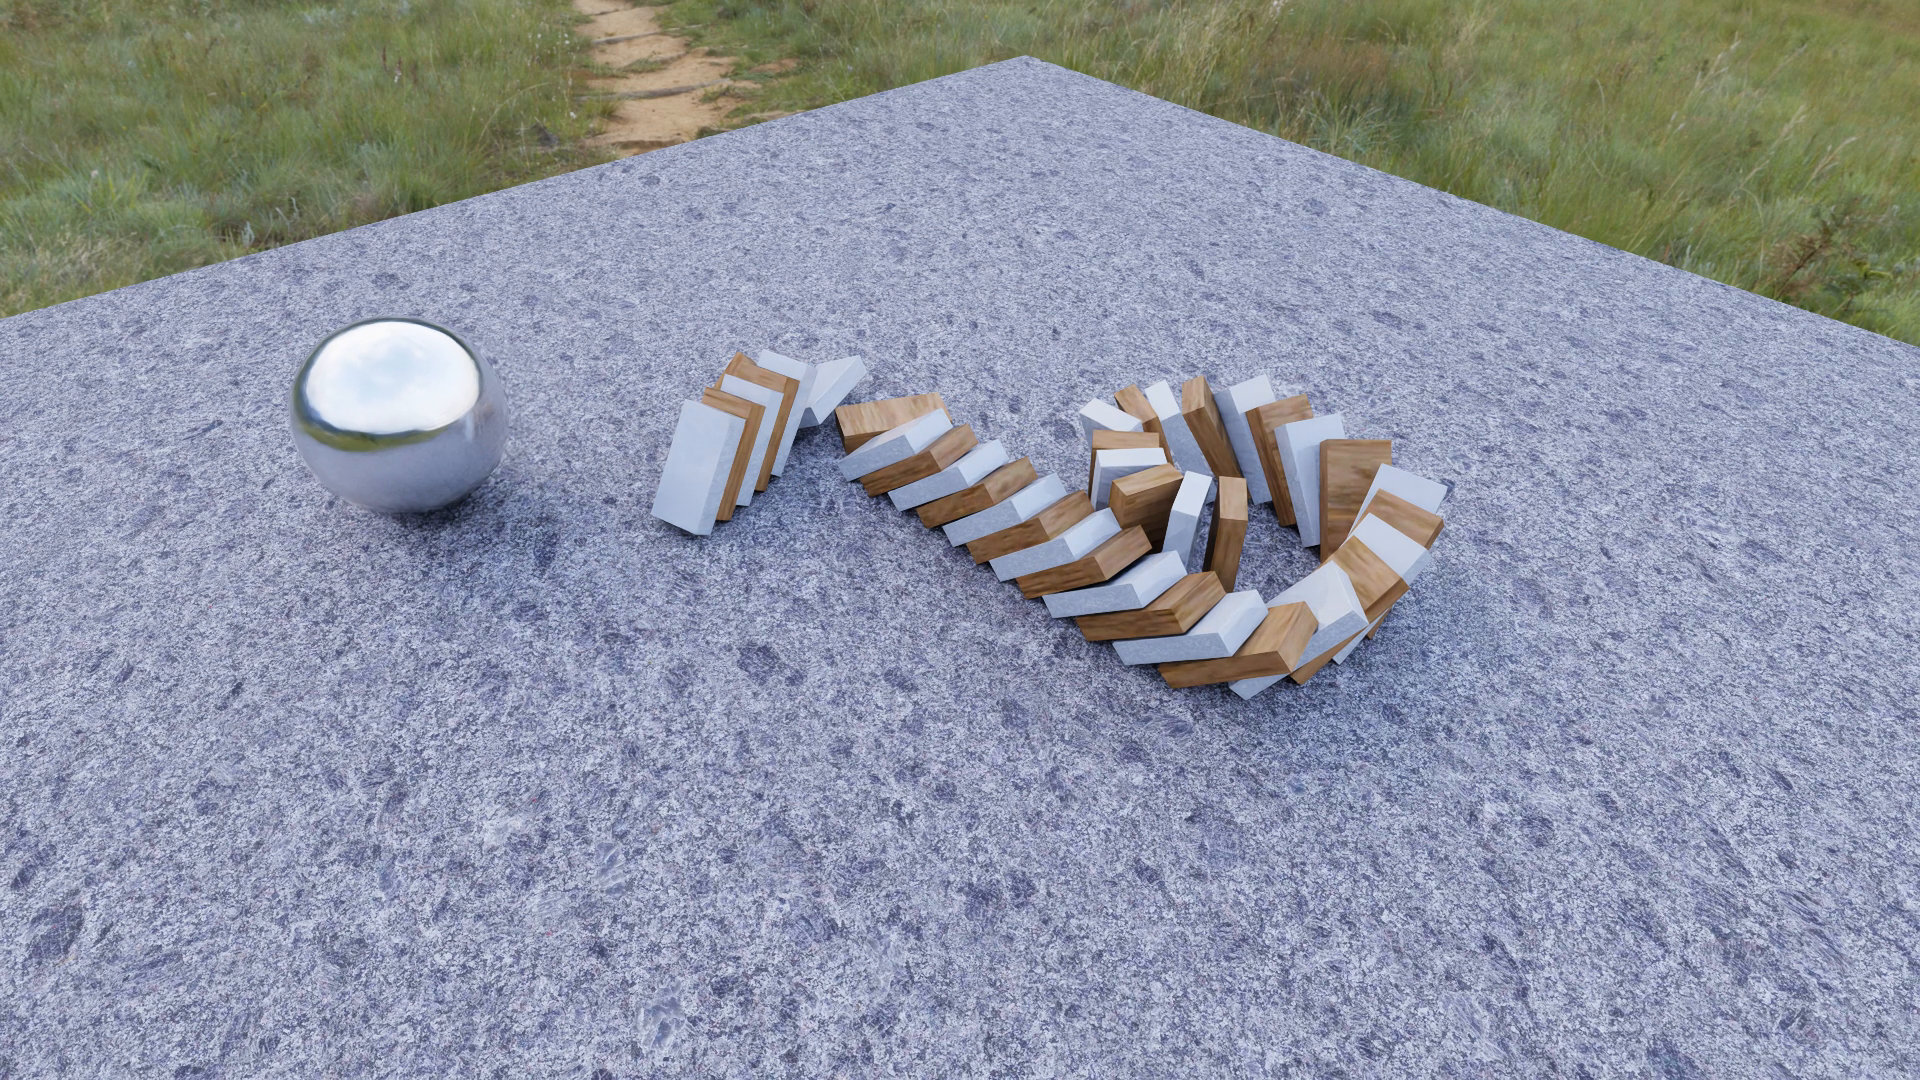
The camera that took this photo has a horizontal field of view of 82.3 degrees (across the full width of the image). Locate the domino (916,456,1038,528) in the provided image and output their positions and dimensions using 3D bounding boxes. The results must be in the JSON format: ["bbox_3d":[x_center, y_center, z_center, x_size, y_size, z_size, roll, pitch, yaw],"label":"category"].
[{"bbox_3d":[0.006,-0.019,0.442,0.025,0.009,0.050,-33,9,-34],"label":"domino"}]

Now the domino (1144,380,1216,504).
[{"bbox_3d":[0.094,-0.040,0.462,0.010,0.050,0.025,-25,38,13],"label":"domino"}]

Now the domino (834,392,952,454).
[{"bbox_3d":[-0.031,-0.055,0.510,0.050,0.009,0.025,-10,40,-12],"label":"domino"}]

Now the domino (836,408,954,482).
[{"bbox_3d":[-0.028,-0.040,0.470,0.050,0.009,0.025,-16,19,49],"label":"domino"}]

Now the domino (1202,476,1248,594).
[{"bbox_3d":[0.097,0.004,0.406,0.009,0.050,0.025,6,40,7],"label":"domino"}]

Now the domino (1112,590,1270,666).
[{"bbox_3d":[0.079,0.031,0.382,0.025,0.009,0.050,-39,14,-34],"label":"domino"}]

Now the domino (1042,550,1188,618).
[{"bbox_3d":[0.055,0.017,0.400,0.025,0.009,0.050,-32,10,-33],"label":"domino"}]

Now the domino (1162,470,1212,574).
[{"bbox_3d":[0.082,0.002,0.408,0.009,0.050,0.025,16,42,15],"label":"domino"}]

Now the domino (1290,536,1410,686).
[{"bbox_3d":[0.130,0.025,0.389,0.050,0.010,0.025,-45,44,11],"label":"domino"}]

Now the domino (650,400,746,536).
[{"bbox_3d":[-0.108,-0.030,0.451,0.025,0.050,0.009,22,7,24],"label":"domino"}]

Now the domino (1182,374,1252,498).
[{"bbox_3d":[0.109,-0.042,0.464,0.010,0.050,0.025,-21,32,25],"label":"domino"}]

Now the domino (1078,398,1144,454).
[{"bbox_3d":[0.066,-0.033,0.451,0.009,0.050,0.025,-43,50,-16],"label":"domino"}]

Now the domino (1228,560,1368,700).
[{"bbox_3d":[0.113,0.031,0.379,0.010,0.050,0.025,36,30,-26],"label":"domino"}]

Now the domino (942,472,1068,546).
[{"bbox_3d":[0.017,-0.011,0.433,0.025,0.010,0.050,-32,6,-33],"label":"domino"}]

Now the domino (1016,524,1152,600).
[{"bbox_3d":[0.045,0.009,0.408,0.025,0.010,0.050,-32,6,-32],"label":"domino"}]

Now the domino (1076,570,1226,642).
[{"bbox_3d":[0.067,0.024,0.390,0.025,0.009,0.050,-35,12,-32],"label":"domino"}]

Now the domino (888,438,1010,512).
[{"bbox_3d":[-0.005,-0.026,0.452,0.025,0.009,0.050,-37,13,-36],"label":"domino"}]

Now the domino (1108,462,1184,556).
[{"bbox_3d":[0.068,-0.004,0.416,0.025,0.050,0.010,-18,46,-20],"label":"domino"}]

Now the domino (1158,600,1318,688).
[{"bbox_3d":[0.094,0.036,0.374,0.050,0.010,0.025,-18,23,49],"label":"domino"}]

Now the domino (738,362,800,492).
[{"bbox_3d":[-0.089,-0.049,0.475,0.025,0.050,0.010,22,7,24],"label":"domino"}]

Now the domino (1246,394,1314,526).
[{"bbox_3d":[0.139,-0.033,0.458,0.025,0.050,0.009,-17,-1,-21],"label":"domino"}]

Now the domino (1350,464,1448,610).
[{"bbox_3d":[0.163,-0.001,0.420,0.025,0.009,0.050,25,88,24],"label":"domino"}]

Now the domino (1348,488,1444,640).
[{"bbox_3d":[0.154,0.009,0.408,0.025,0.009,0.050,33,91,33],"label":"domino"}]

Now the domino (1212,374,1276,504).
[{"bbox_3d":[0.128,-0.043,0.467,0.025,0.050,0.010,-23,2,-34],"label":"domino"}]

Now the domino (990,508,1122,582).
[{"bbox_3d":[0.035,0.002,0.416,0.025,0.009,0.050,-32,6,-32],"label":"domino"}]

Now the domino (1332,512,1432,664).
[{"bbox_3d":[0.143,0.017,0.398,0.050,0.009,0.025,-51,50,5],"label":"domino"}]

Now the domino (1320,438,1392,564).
[{"bbox_3d":[0.156,-0.014,0.434,0.025,0.050,0.009,1,-4,1],"label":"domino"}]

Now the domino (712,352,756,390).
[{"bbox_3d":[-0.097,-0.065,0.511,0.010,0.025,0.050,27,14,-47],"label":"domino"}]

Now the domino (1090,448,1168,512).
[{"bbox_3d":[0.064,-0.013,0.427,0.025,0.050,0.010,-2,45,-3],"label":"domino"}]

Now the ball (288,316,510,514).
[{"bbox_3d":[-0.227,-0.050,0.449,0.080,0.080,0.080,0,39,0],"label":"ball"}]

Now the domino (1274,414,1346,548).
[{"bbox_3d":[0.147,-0.024,0.447,0.025,0.050,0.010,-12,-4,-14],"label":"domino"}]

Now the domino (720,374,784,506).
[{"bbox_3d":[-0.095,-0.042,0.467,0.025,0.050,0.010,22,7,24],"label":"domino"}]

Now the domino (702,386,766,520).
[{"bbox_3d":[-0.101,-0.036,0.459,0.025,0.050,0.009,22,7,24],"label":"domino"}]

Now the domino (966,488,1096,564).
[{"bbox_3d":[0.026,-0.005,0.424,0.025,0.010,0.050,-32,6,-33],"label":"domino"}]

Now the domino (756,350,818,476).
[{"bbox_3d":[-0.083,-0.056,0.484,0.025,0.050,0.009,22,3,24],"label":"domino"}]

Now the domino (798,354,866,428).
[{"bbox_3d":[-0.067,-0.070,0.521,0.025,0.009,0.050,-6,33,31],"label":"domino"}]

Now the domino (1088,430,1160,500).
[{"bbox_3d":[0.064,-0.022,0.438,0.025,0.050,0.009,4,52,5],"label":"domino"}]

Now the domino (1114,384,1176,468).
[{"bbox_3d":[0.079,-0.038,0.458,0.010,0.050,0.025,-26,41,3],"label":"domino"}]

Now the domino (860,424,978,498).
[{"bbox_3d":[-0.018,-0.033,0.461,0.050,0.009,0.025,-16,19,49],"label":"domino"}]
